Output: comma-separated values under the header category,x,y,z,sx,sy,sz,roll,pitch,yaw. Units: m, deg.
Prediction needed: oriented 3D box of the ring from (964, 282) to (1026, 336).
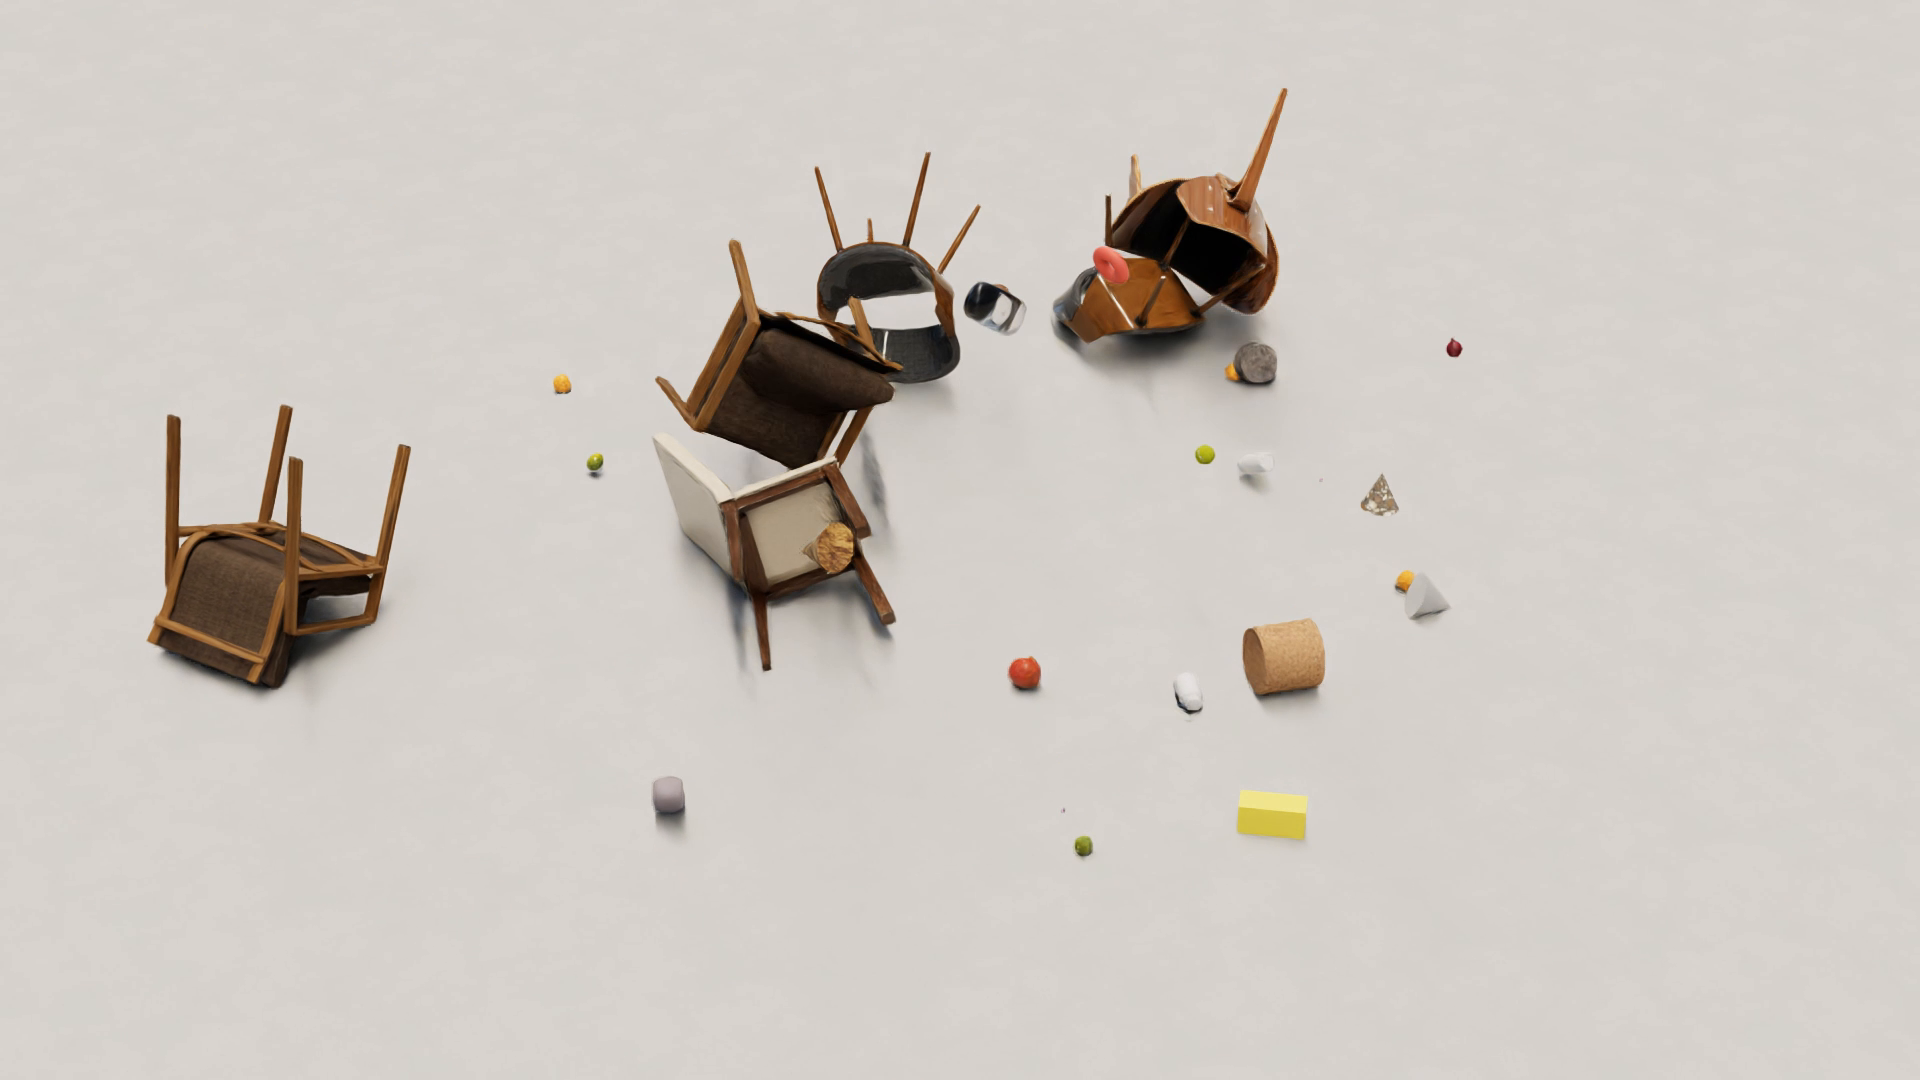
category,x,y,z,sx,sy,sz,roll,pitch,yaw
ring,0.137,-0.898,11.394,0.173,0.153,0.420,26,3,26

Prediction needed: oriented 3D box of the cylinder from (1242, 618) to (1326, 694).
category,x,y,z,sx,sy,sz,roll,pitch,yaw
cylinder,1.117,0.401,10.116,0.215,0.232,0.252,-8,-5,-12

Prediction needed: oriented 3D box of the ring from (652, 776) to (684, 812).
category,x,y,z,sx,sy,sz,roll,pitch,yaw
ring,-0.948,0.828,9.545,0.095,0.115,0.223,-5,-2,-4

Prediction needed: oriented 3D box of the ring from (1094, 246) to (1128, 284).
category,x,y,z,sx,sy,sz,roll,pitch,yaw
ring,0.594,-1.082,11.543,0.050,0.175,0.178,-42,20,-22

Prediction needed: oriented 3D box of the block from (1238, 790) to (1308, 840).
category,x,y,z,sx,sy,sz,roll,pitch,yaw
block,1.012,0.889,9.498,0.216,0.107,0.090,5,34,8

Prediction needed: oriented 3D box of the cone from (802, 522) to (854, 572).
category,x,y,z,sx,sy,sz,roll,pitch,yaw
cone,-0.490,0.033,10.153,0.147,0.176,0.217,26,-18,-31

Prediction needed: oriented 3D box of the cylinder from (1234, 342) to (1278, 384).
category,x,y,z,sx,sy,sz,roll,pitch,yaw
cylinder,1.198,-0.717,11.869,0.165,0.160,0.069,28,-4,-20

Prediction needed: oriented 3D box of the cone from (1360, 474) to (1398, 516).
category,x,y,z,sx,sy,sz,roll,pitch,yaw
cone,1.592,-0.190,11.093,0.147,0.154,0.124,13,36,19

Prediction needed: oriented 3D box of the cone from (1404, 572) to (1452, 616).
category,x,y,z,sx,sy,sz,roll,pitch,yaw
cone,1.706,0.221,10.544,0.158,0.168,0.133,20,-6,-19
